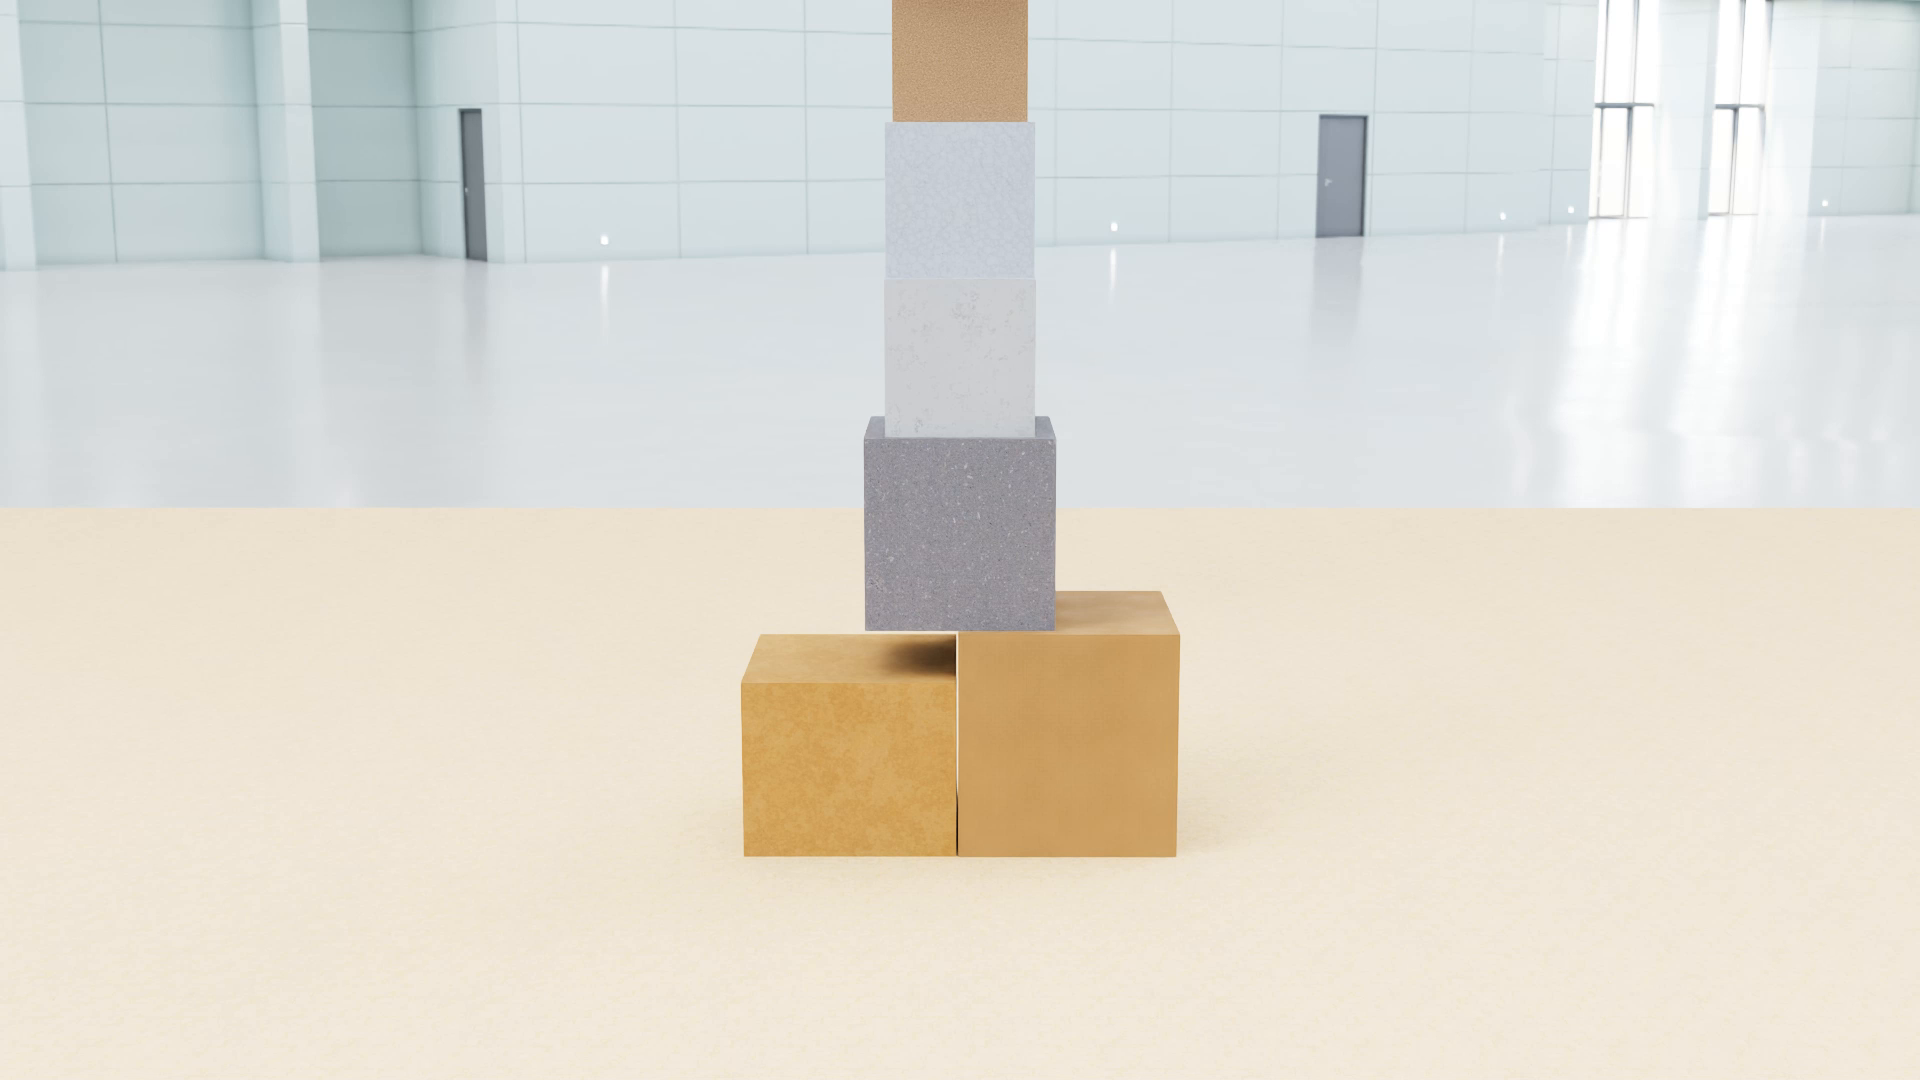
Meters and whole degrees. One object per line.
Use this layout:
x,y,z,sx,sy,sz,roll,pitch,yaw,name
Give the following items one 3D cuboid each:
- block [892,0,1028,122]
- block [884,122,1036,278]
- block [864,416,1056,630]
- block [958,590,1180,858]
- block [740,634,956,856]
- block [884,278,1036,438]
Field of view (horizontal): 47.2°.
0.000,-2.390,10.764,0.646,0.680,0.631,0,10,0,block
0.000,-1.687,10.873,0.717,0.742,0.695,0,10,0,block
0.000,-0.101,11.147,0.933,0.949,0.900,0,10,0,block
0.532,0.923,11.329,1.082,1.131,1.062,0,10,0,block
-0.546,1.039,11.371,1.055,0.887,1.078,0,10,0,block
0.000,-0.944,10.992,0.729,0.764,0.786,0,10,0,block
